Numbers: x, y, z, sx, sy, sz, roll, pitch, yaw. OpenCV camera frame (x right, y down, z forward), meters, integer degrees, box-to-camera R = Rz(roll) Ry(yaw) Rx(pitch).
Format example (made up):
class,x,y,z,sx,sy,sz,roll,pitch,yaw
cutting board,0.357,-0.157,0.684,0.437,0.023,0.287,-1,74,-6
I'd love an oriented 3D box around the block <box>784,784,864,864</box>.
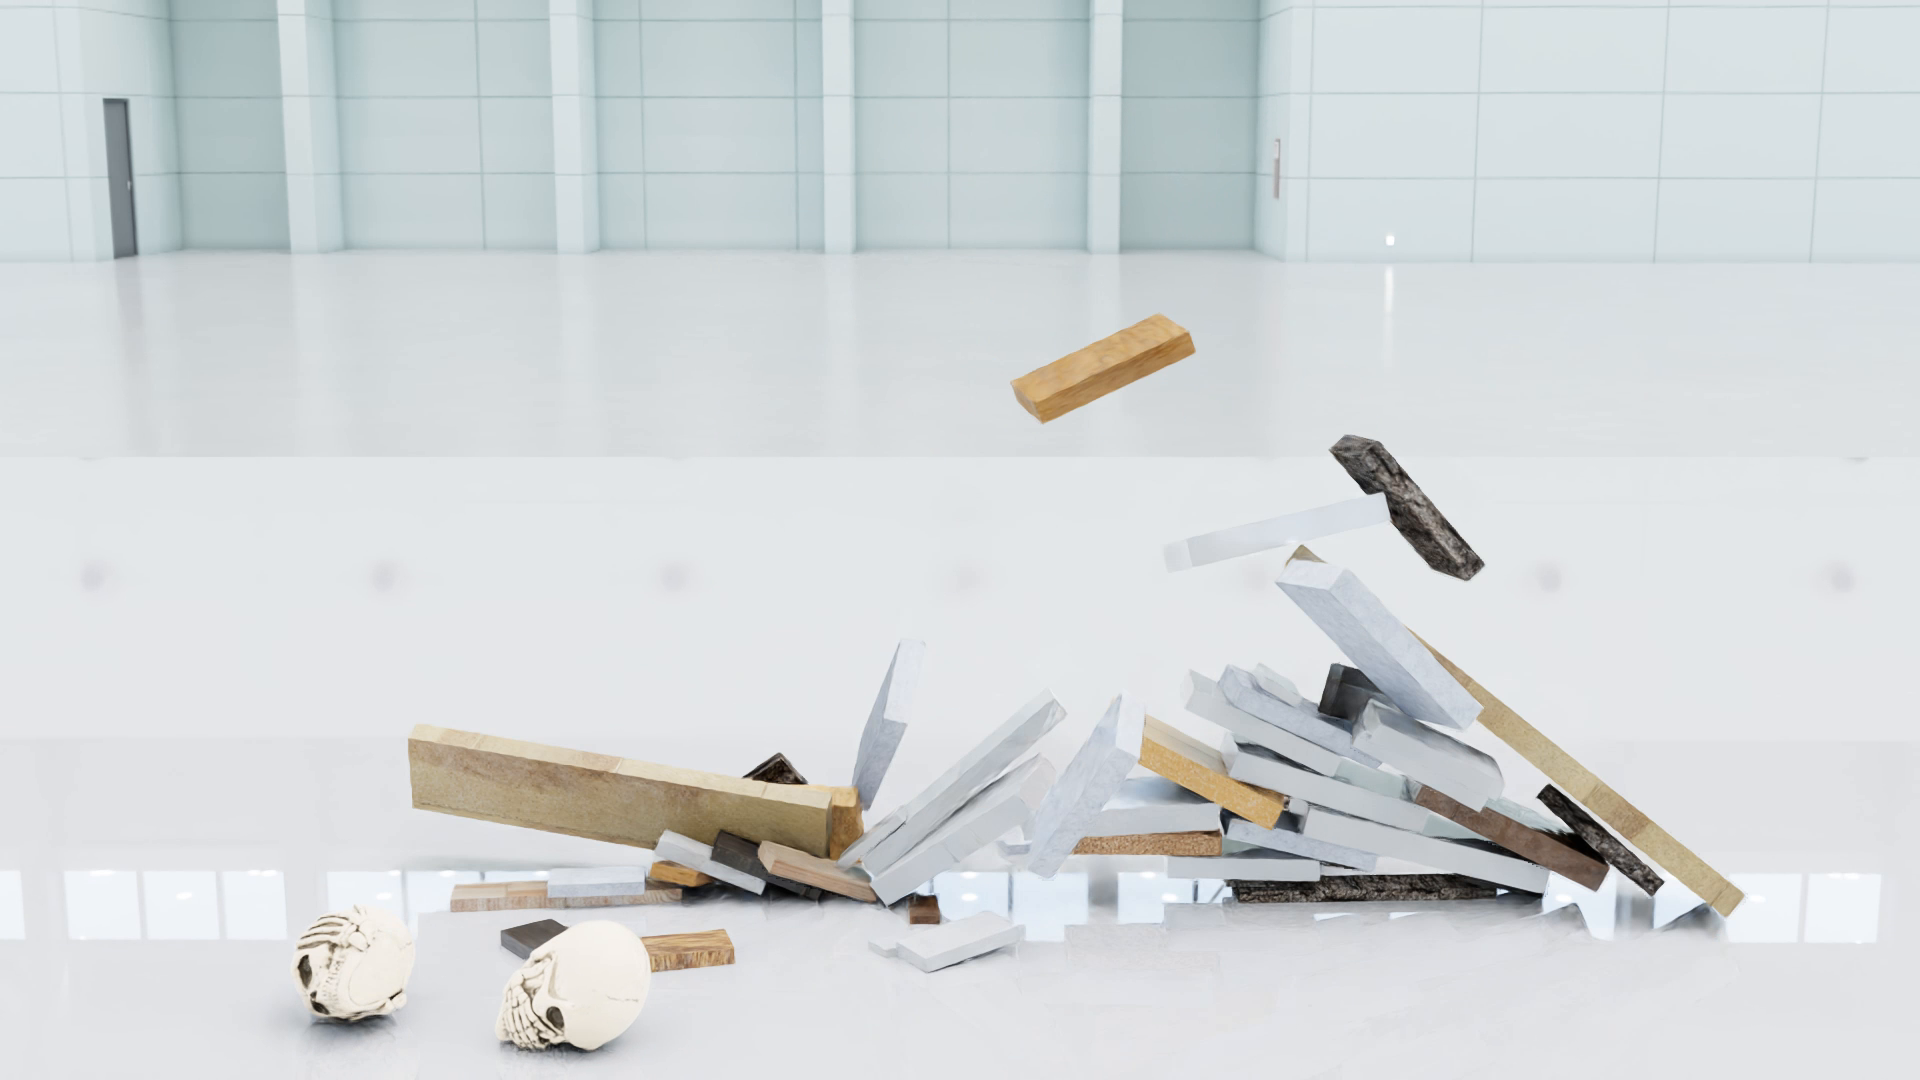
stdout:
class,x,y,z,sx,sy,sz,roll,pitch,yaw
block,-0.323,0.488,3.803,0.304,0.152,0.043,1,43,7

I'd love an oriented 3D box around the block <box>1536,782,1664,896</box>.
class,x,y,z,sx,sy,sz,roll,pitch,yaw
block,1.044,0.487,3.592,0.114,0.032,0.228,37,7,-26

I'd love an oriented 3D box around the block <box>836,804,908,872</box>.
class,x,y,z,sx,sy,sz,roll,pitch,yaw
block,-0.145,0.495,3.656,0.133,0.019,0.067,-40,3,9

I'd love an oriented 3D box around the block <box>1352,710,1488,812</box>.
class,x,y,z,sx,sy,sz,roll,pitch,yaw
block,0.746,0.356,3.566,0.228,0.032,0.114,28,16,3

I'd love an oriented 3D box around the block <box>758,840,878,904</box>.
class,x,y,z,sx,sy,sz,roll,pitch,yaw
block,-0.234,0.547,3.632,0.189,0.027,0.095,20,4,-21

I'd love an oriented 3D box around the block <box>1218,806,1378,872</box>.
class,x,y,z,sx,sy,sz,roll,pitch,yaw
block,0.561,0.488,3.657,0.249,0.035,0.125,13,9,-1

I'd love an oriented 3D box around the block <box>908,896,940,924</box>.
class,x,y,z,sx,sy,sz,roll,pitch,yaw
block,-0.059,0.601,3.574,0.048,0.014,0.096,-1,11,-3

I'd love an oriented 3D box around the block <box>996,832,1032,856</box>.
class,x,y,z,sx,sy,sz,roll,pitch,yaw
block,0.137,0.536,3.910,0.133,0.019,0.067,-3,11,-18

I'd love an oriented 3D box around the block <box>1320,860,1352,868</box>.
class,x,y,z,sx,sy,sz,roll,pitch,yaw
block,0.590,0.543,3.859,0.225,0.022,0.078,3,11,17

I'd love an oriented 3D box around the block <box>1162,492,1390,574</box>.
class,x,y,z,sx,sy,sz,roll,pitch,yaw
block,0.515,-0.011,3.601,0.338,0.048,0.169,-13,-2,-9

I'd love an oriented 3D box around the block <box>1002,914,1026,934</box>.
class,x,y,z,sx,sy,sz,roll,pitch,yaw
block,0.051,0.617,3.486,0.096,0.014,0.048,-6,12,-31

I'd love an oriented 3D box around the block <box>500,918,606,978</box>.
class,x,y,z,sx,sy,sz,roll,pitch,yaw
block,-0.628,0.629,3.391,0.088,0.025,0.175,-8,13,-37

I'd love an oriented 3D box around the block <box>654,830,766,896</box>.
class,x,y,z,sx,sy,sz,roll,pitch,yaw
block,-0.412,0.536,3.665,0.189,0.027,0.095,21,2,-3

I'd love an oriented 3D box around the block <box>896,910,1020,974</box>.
class,x,y,z,sx,sy,sz,roll,pitch,yaw
block,-0.003,0.619,3.398,0.171,0.024,0.085,-13,16,-31

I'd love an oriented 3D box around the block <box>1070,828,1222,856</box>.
class,x,y,z,sx,sy,sz,roll,pitch,yaw
block,0.304,0.489,3.669,0.249,0.035,0.125,1,11,0

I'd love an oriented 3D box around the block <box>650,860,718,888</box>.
class,x,y,z,sx,sy,sz,roll,pitch,yaw
block,-0.453,0.553,3.677,0.078,0.022,0.157,11,-1,13

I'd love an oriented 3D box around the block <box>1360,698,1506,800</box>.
class,x,y,z,sx,sy,sz,roll,pitch,yaw
block,0.760,0.336,3.535,0.228,0.032,0.114,25,16,-4

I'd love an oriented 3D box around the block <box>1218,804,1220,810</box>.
class,x,y,z,sx,sy,sz,roll,pitch,yaw
block,0.515,0.483,4.185,0.156,0.022,0.078,-8,13,-37

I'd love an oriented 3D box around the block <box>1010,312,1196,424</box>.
class,x,y,z,sx,sy,sz,roll,pitch,yaw
block,0.255,-0.309,3.940,0.304,0.043,0.152,-25,23,-7

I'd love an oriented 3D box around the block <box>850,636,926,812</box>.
class,x,y,z,sx,sy,sz,roll,pitch,yaw
block,-0.127,0.315,3.677,0.040,0.142,0.474,14,-26,-4

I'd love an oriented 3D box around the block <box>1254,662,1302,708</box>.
class,x,y,z,sx,sy,sz,roll,pitch,yaw
block,0.518,0.236,3.593,0.067,0.019,0.133,30,8,-2

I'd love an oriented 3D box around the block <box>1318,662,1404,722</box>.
class,x,y,z,sx,sy,sz,roll,pitch,yaw
block,0.684,0.266,3.687,0.024,0.085,0.253,16,-1,40

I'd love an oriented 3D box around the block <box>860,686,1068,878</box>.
class,x,y,z,sx,sy,sz,roll,pitch,yaw
block,0.005,0.402,3.682,0.417,0.038,0.134,-40,5,1

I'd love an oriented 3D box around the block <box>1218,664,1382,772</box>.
class,x,y,z,sx,sy,sz,roll,pitch,yaw
block,0.565,0.292,3.639,0.268,0.038,0.134,25,10,-9

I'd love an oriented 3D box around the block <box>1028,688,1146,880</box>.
class,x,y,z,sx,sy,sz,roll,pitch,yaw
block,0.193,0.374,3.357,0.040,0.284,0.142,26,33,-8

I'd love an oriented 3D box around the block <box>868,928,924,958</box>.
class,x,y,z,sx,sy,sz,roll,pitch,yaw
block,-0.089,0.628,3.426,0.096,0.014,0.048,-8,13,-35

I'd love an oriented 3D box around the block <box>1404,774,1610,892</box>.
class,x,y,z,sx,sy,sz,roll,pitch,yaw
block,0.901,0.465,3.637,0.329,0.047,0.164,26,10,1

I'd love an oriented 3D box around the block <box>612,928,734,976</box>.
class,x,y,z,sx,sy,sz,roll,pitch,yaw
block,-0.440,0.632,3.374,0.176,0.025,0.088,-3,11,-16

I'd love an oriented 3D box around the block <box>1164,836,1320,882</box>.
class,x,y,z,sx,sy,sz,roll,pitch,yaw
block,0.467,0.529,3.664,0.249,0.035,0.125,1,9,2

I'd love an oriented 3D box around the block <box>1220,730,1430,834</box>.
class,x,y,z,sx,sy,sz,roll,pitch,yaw
block,0.603,0.396,3.656,0.328,0.047,0.164,17,11,-2

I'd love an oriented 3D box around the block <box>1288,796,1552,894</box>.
class,x,y,z,sx,sy,sz,roll,pitch,yaw
block,0.761,0.494,3.658,0.409,0.047,0.164,14,10,-2

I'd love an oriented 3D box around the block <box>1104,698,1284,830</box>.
class,x,y,z,sx,sy,sz,roll,pitch,yaw
block,0.382,0.369,3.648,0.320,0.045,0.160,27,10,3

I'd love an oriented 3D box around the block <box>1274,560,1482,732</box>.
class,x,y,z,sx,sy,sz,roll,pitch,yaw
block,0.661,0.165,3.475,0.048,0.338,0.169,-50,18,-11

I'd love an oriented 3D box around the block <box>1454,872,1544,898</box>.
class,x,y,z,sx,sy,sz,roll,pitch,yaw
block,0.893,0.561,3.664,0.145,0.021,0.072,13,10,-7

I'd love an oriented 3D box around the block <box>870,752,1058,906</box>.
class,x,y,z,sx,sy,sz,roll,pitch,yaw
block,0.007,0.474,3.611,0.320,0.045,0.160,-35,6,25

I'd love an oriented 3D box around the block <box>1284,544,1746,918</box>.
class,x,y,z,sx,sy,sz,roll,pitch,yaw
block,0.894,0.301,3.601,0.887,0.048,0.169,39,6,7

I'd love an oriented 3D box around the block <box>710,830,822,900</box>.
class,x,y,z,sx,sy,sz,roll,pitch,yaw
block,-0.319,0.540,3.660,0.189,0.027,0.095,22,7,-5

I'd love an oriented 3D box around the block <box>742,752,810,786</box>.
class,x,y,z,sx,sy,sz,roll,pitch,yaw
block,-0.297,0.459,3.848,0.088,0.176,0.025,-34,26,8

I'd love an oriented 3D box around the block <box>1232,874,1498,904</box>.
class,x,y,z,sx,sy,sz,roll,pitch,yaw
block,0.673,0.580,3.667,0.430,0.021,0.072,-1,11,-3

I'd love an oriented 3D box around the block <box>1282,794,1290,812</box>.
class,x,y,z,sx,sy,sz,roll,pitch,yaw
block,0.590,0.502,4.082,0.078,0.022,0.156,0,11,1

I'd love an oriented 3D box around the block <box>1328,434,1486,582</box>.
class,x,y,z,sx,sy,sz,roll,pitch,yaw
block,0.739,-0.055,3.641,0.040,0.284,0.142,-44,14,-4

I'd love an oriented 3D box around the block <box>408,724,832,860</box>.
class,x,y,z,sx,sy,sz,roll,pitch,yaw
block,-0.581,0.445,3.750,0.733,0.152,0.043,9,31,7

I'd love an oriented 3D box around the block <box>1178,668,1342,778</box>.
class,x,y,z,sx,sy,sz,roll,pitch,yaw
block,0.495,0.302,3.636,0.268,0.038,0.134,25,10,-3

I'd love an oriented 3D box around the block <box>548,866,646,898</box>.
class,x,y,z,sx,sy,sz,roll,pitch,yaw
block,-0.598,0.564,3.628,0.157,0.022,0.078,-1,11,-6

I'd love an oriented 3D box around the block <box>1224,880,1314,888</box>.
class,x,y,z,sx,sy,sz,roll,pitch,yaw
block,0.513,0.558,3.668,0.145,0.021,0.072,1,9,1

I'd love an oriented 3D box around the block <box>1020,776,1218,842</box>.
class,x,y,z,sx,sy,sz,roll,pitch,yaw
block,0.258,0.443,3.655,0.320,0.045,0.160,-3,11,-2

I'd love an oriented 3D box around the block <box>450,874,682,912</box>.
class,x,y,z,sx,sy,sz,roll,pitch,yaw
block,-0.650,0.584,3.640,0.372,0.022,0.078,-1,11,-8
